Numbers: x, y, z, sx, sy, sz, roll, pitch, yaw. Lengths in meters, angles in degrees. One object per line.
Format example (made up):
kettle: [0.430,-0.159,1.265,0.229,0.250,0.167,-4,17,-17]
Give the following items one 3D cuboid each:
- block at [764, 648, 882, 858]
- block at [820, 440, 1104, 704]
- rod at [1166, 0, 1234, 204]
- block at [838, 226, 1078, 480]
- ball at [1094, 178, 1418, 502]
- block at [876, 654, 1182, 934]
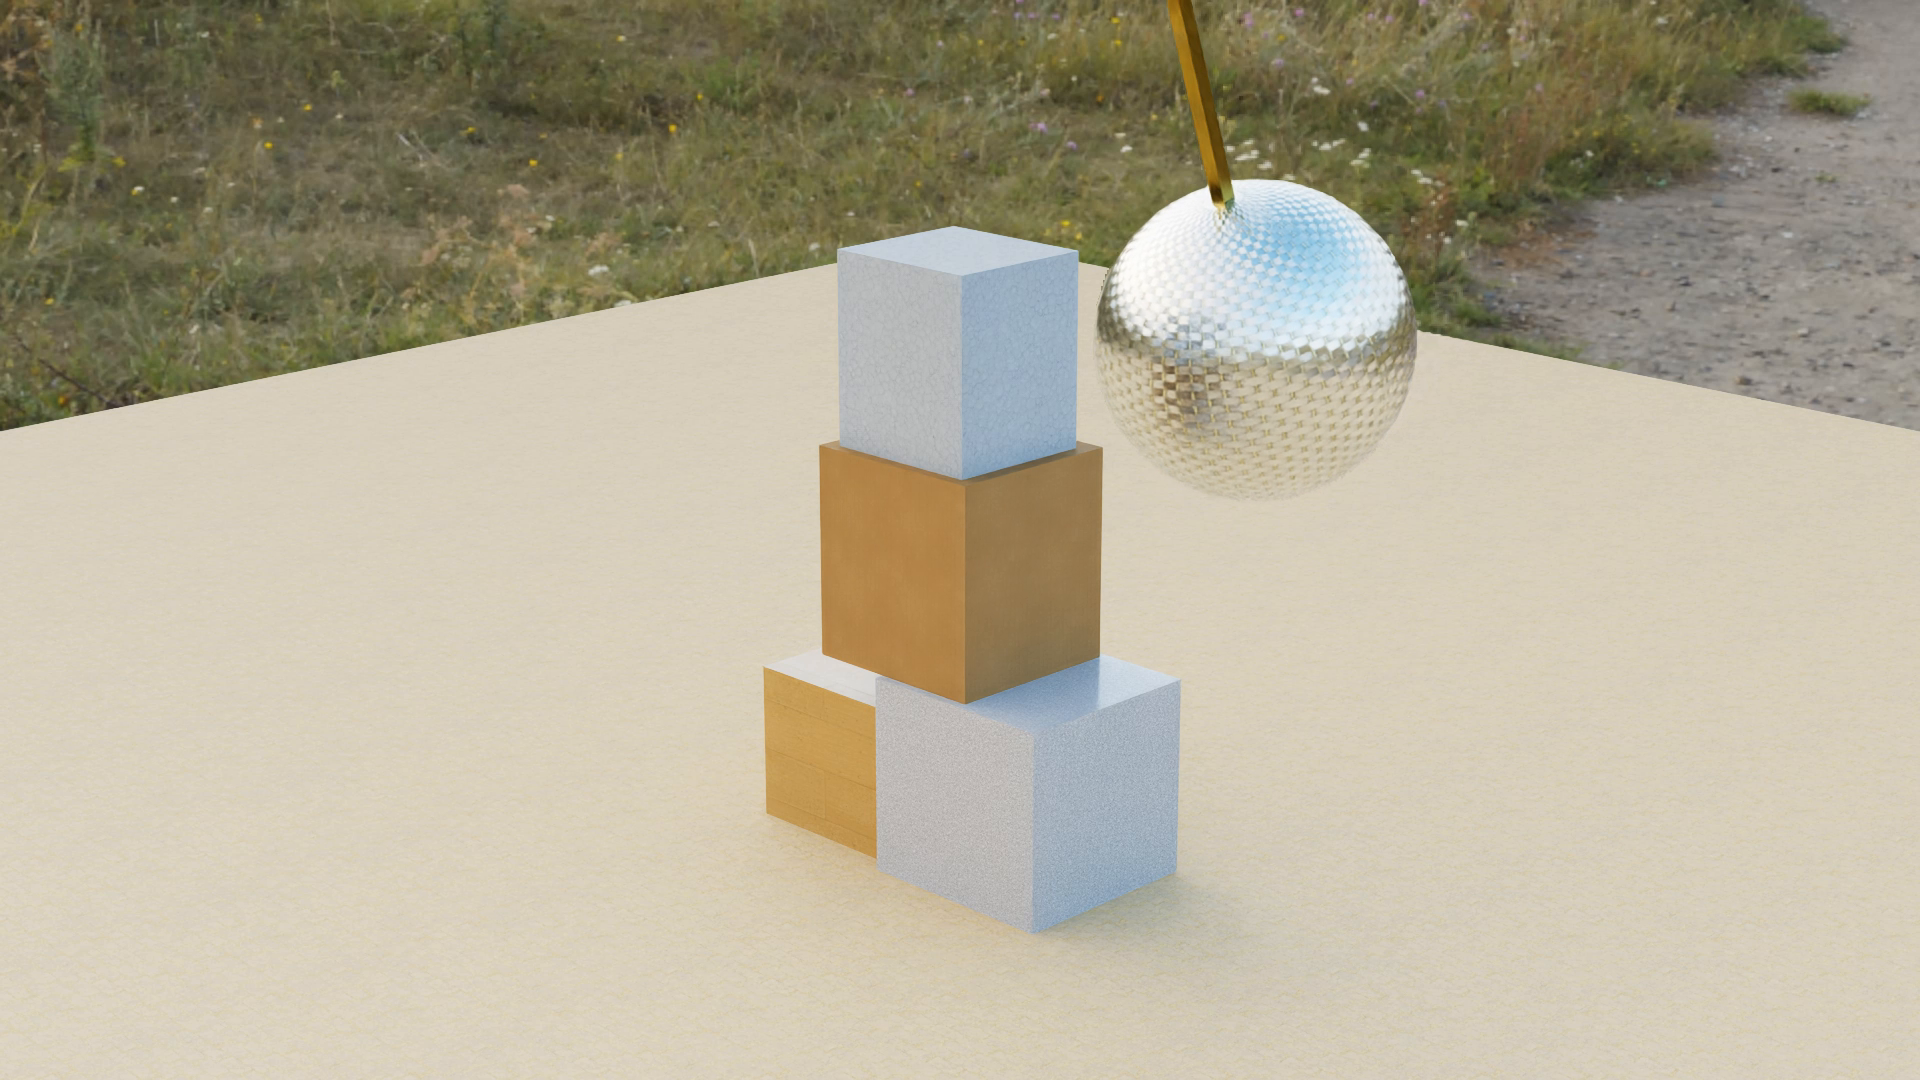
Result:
block: [-0.347,0.964,14.022,0.808,0.753,0.854,-17,24,-42]
block: [0.004,0.055,13.363,0.879,1.001,0.931,-17,24,-42]
rod: [0.636,-3.784,12.819,0.080,5.200,0.080,17,44,42]
block: [-0.010,-0.849,13.064,0.728,0.902,0.779,-17,24,-42]
ball: [1.467,-0.990,14.568,1.600,1.600,1.600,0,17,0]
block: [0.307,1.073,13.361,0.962,0.941,0.989,-17,24,-42]
